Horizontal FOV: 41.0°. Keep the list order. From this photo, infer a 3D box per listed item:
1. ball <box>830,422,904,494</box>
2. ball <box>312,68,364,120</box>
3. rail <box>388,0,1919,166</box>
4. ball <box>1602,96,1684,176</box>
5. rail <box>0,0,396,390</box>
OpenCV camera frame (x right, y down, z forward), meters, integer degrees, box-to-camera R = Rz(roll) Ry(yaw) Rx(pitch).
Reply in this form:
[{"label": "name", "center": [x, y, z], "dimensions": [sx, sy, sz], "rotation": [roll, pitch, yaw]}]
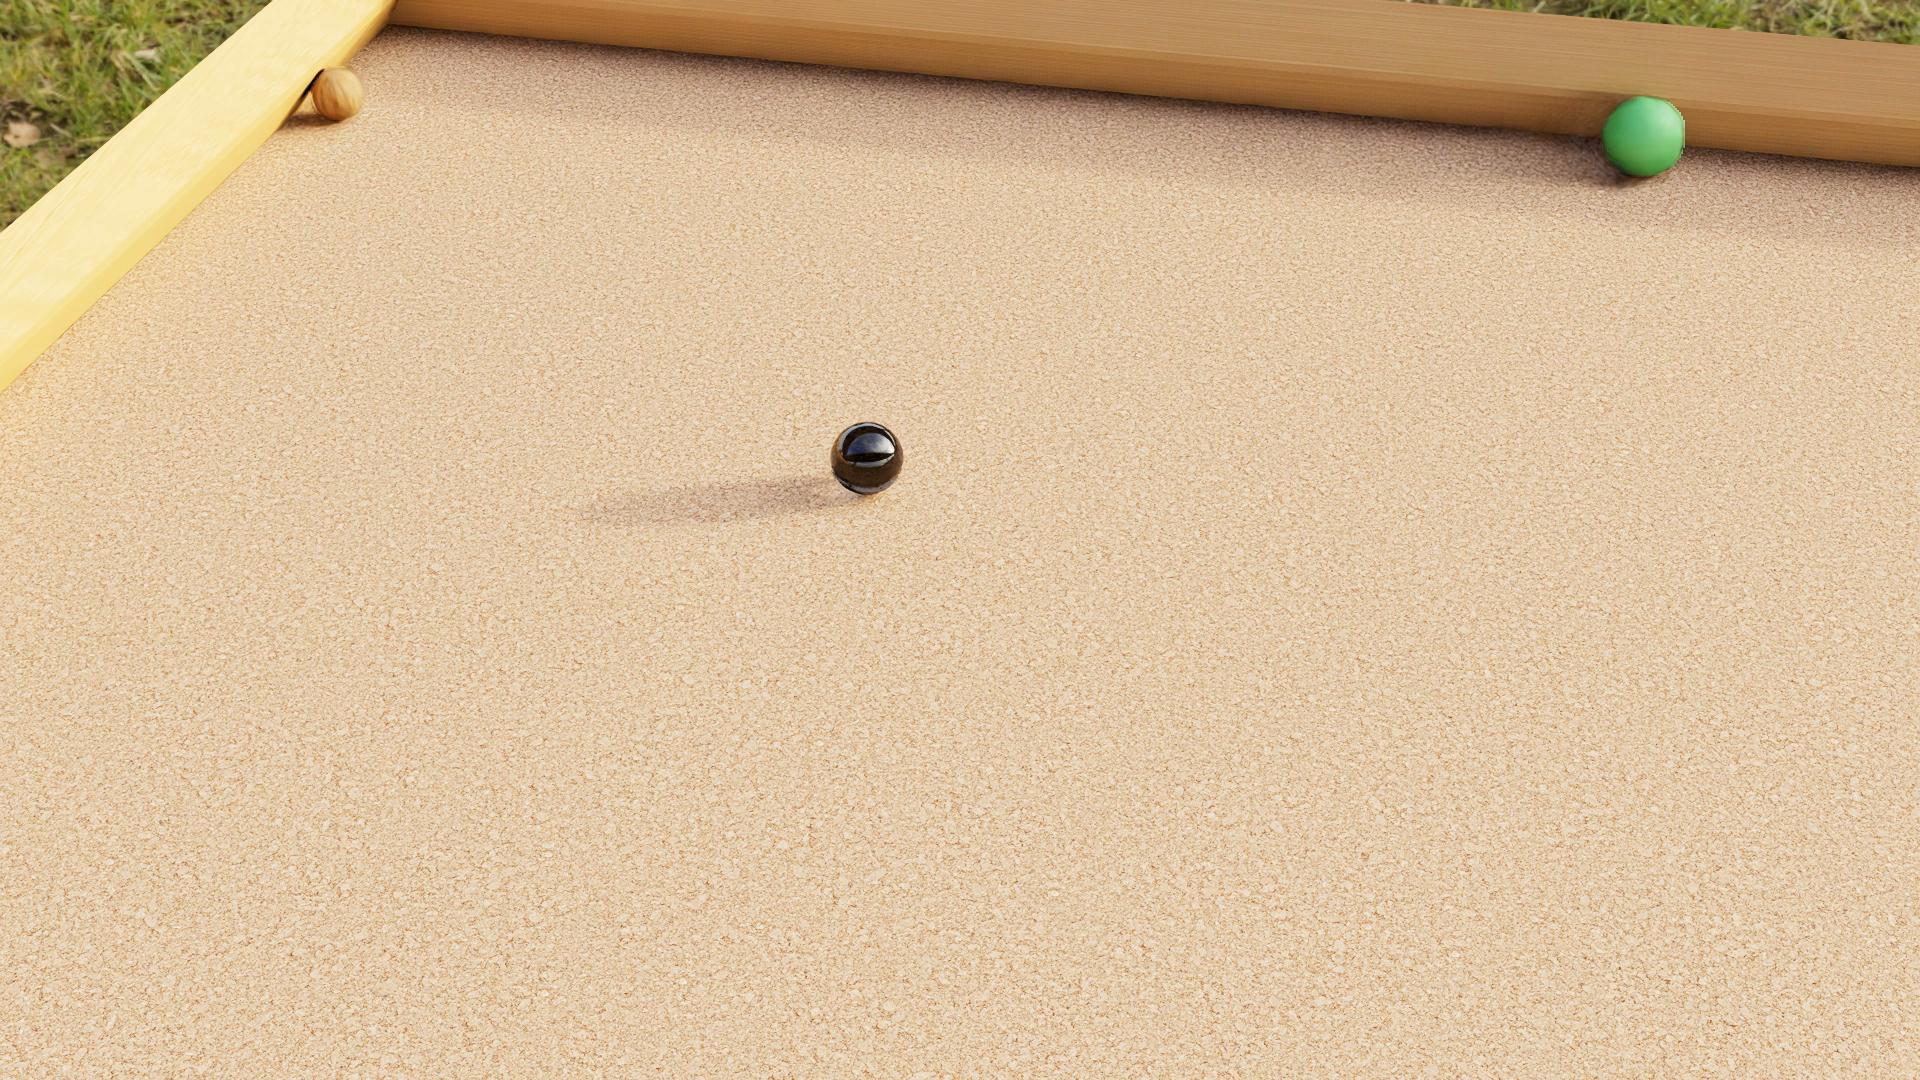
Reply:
[{"label": "ball", "center": [-0.076, -0.067, 2.103], "dimensions": [0.060, 0.060, 0.060], "rotation": [0, 34, 0]}, {"label": "ball", "center": [-0.656, -0.471, 2.706], "dimensions": [0.054, 0.054, 0.054], "rotation": [0, 34, 0]}, {"label": "rail", "center": [1.065, -0.412, 2.552], "dimensions": [3.540, 0.128, 0.045], "rotation": [7, 35, 11]}, {"label": "ball", "center": [0.689, -0.407, 2.589], "dimensions": [0.080, 0.080, 0.080], "rotation": [0, 34, 0]}, {"label": "rail", "center": [-0.840, -0.134, 2.139], "dimensions": [0.045, 0.128, 1.867], "rotation": [7, 35, 11]}]
